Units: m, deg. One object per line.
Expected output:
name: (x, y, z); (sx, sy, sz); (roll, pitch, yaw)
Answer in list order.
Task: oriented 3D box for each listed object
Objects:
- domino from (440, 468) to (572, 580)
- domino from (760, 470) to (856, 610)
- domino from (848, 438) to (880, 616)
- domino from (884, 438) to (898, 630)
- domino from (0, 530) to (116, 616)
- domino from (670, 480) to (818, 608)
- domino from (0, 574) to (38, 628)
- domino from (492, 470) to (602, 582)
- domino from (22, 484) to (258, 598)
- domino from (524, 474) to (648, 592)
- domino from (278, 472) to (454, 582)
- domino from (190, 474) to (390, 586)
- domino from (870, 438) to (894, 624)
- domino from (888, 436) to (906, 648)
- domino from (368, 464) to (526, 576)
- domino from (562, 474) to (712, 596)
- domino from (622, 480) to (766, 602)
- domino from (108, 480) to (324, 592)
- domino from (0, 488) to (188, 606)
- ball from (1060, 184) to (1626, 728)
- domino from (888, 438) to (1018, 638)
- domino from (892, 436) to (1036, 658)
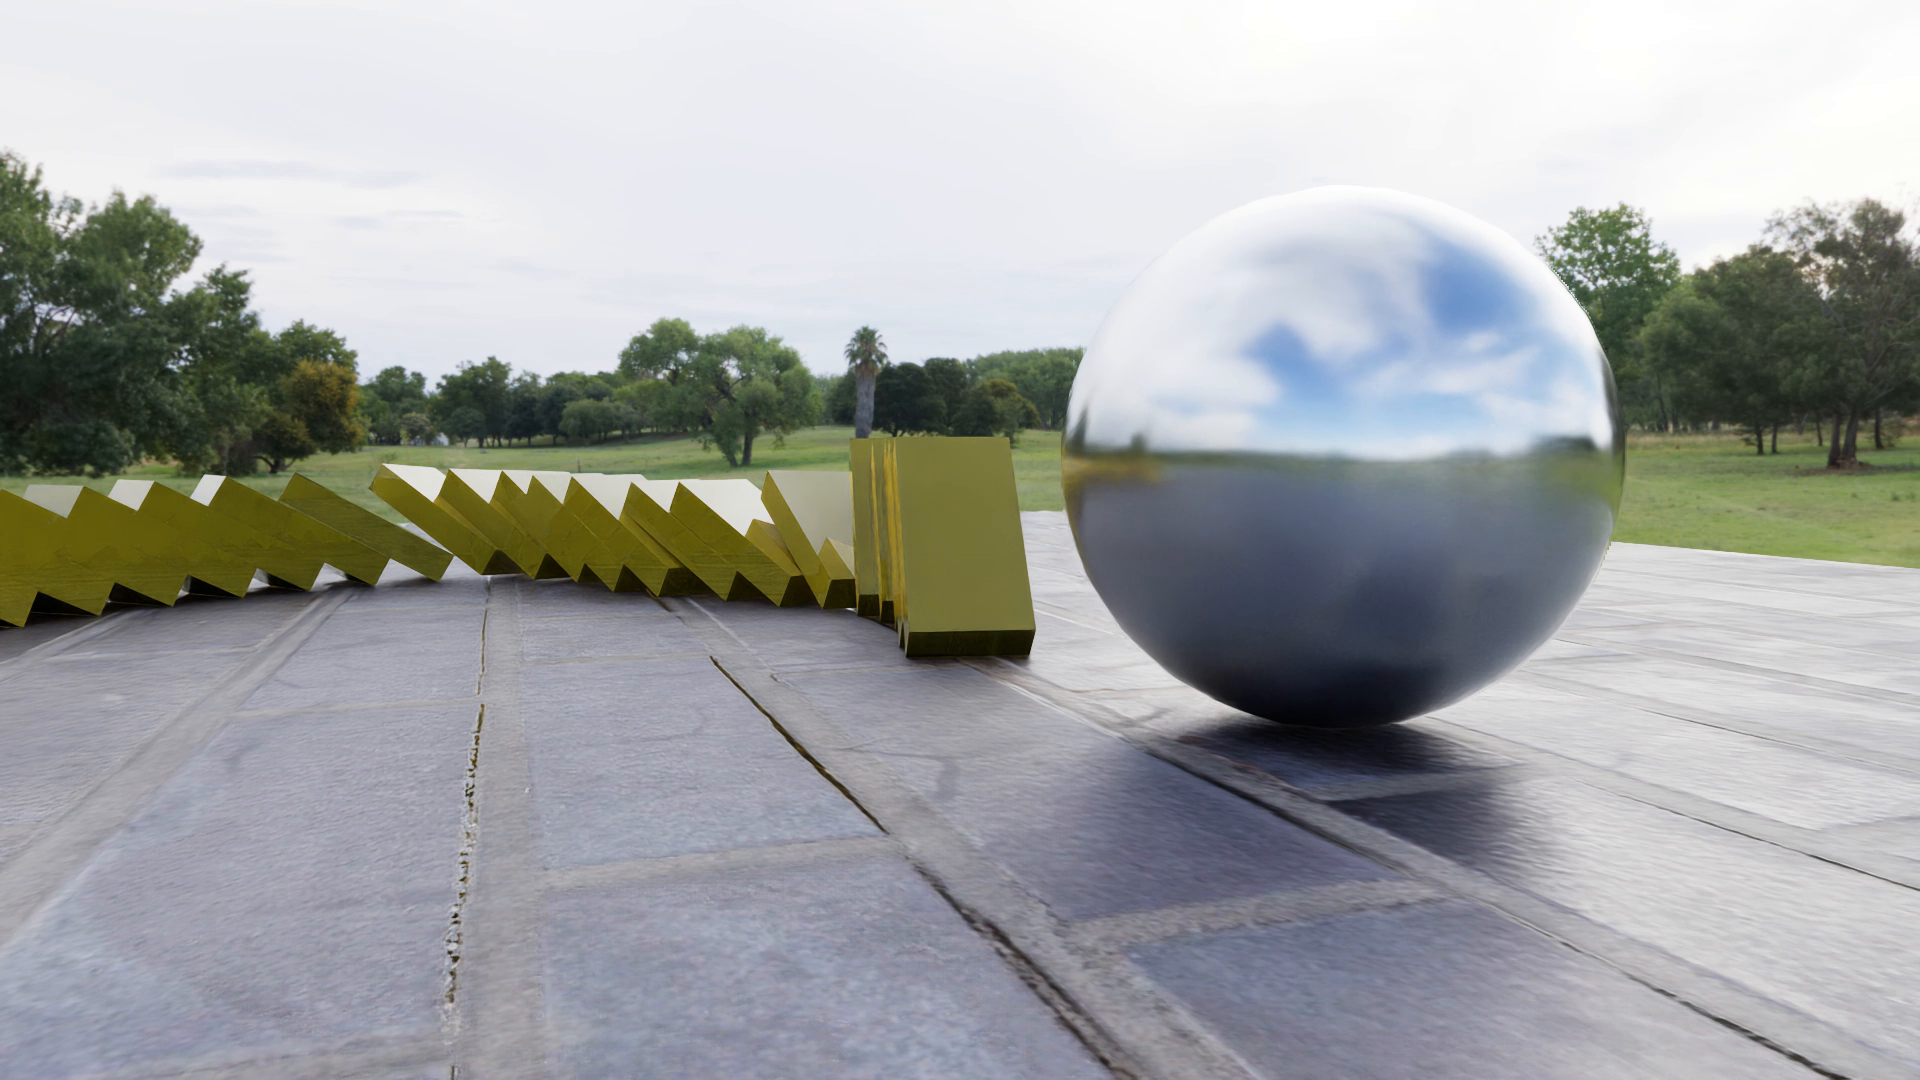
domino: (-0.141, -0.006, 0.412); (0.050, 0.009, 0.025); (36, 18, 23)
domino: (-0.033, -0.001, 0.346); (0.025, 0.010, 0.050); (-1, 36, -31)
domino: (-0.015, -0.004, 0.329); (0.025, 0.050, 0.009); (-1, -37, -8)
domino: (-0.004, -0.002, 0.305); (0.025, 0.050, 0.010); (-1, -37, -8)
domino: (-0.231, 0.004, 0.301); (0.025, 0.009, 0.050); (1, -24, 19)
domino: (-0.055, 0.000, 0.356); (0.050, 0.010, 0.025); (37, 25, 30)
domino: (-0.234, 0.006, 0.279); (0.025, 0.009, 0.050); (1, -23, 13)
domino: (-0.122, -0.005, 0.404); (0.050, 0.010, 0.025); (38, 22, 30)
domino: (-0.218, 0.001, 0.341); (0.025, 0.010, 0.050); (2, -24, 28)
domino: (-0.107, -0.003, 0.389); (0.050, 0.010, 0.025); (38, 25, 30)
domino: (-0.183, -0.004, 0.395); (0.050, 0.010, 0.025); (32, -11, -25)
domino: (-0.198, -0.003, 0.379); (0.025, 0.009, 0.050); (5, -24, 47)
domino: (-0.008, -0.003, 0.318); (0.025, 0.050, 0.009); (-1, -37, -8)
domino: (-0.002, 0.000, 0.280); (0.025, 0.050, 0.010); (-1, -37, -7)
domino: (-0.163, -0.007, 0.415); (0.050, 0.010, 0.025); (34, 9, 13)
domino: (-0.091, -0.002, 0.377); (0.050, 0.009, 0.025); (38, 25, 30)
domino: (-0.071, -0.001, 0.367); (0.050, 0.009, 0.025); (36, 24, 31)
domino: (-0.209, -0.001, 0.361); (0.025, 0.009, 0.050); (3, -24, 38)
domino: (-0.225, 0.002, 0.321); (0.025, 0.010, 0.050); (2, -24, 24)
ball: (0.055, -0.012, 0.193); (0.080, 0.080, 0.080); (0, 4, 0)
domino: (-0.003, -0.001, 0.293); (0.025, 0.050, 0.010); (-1, -37, -7)
domino: (0.000, 0.000, 0.268); (0.025, 0.050, 0.010); (-1, -37, -7)
